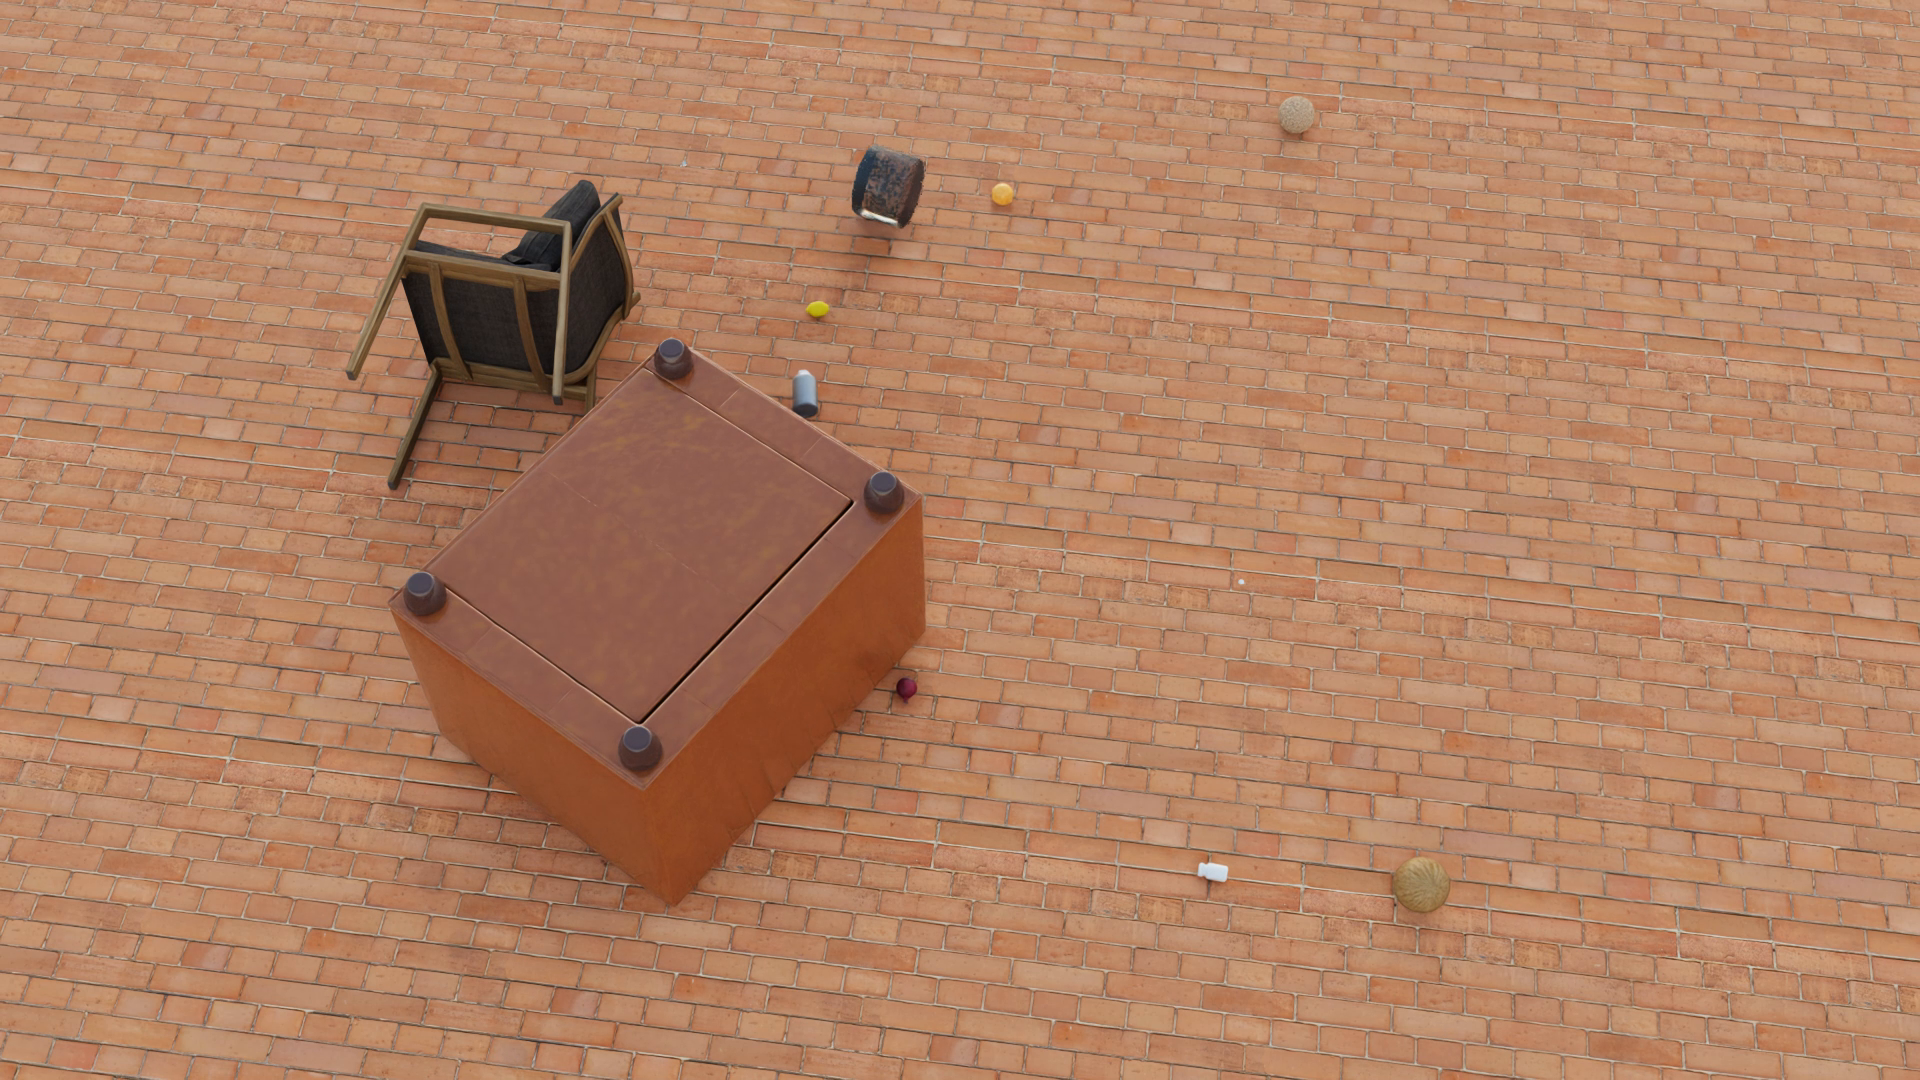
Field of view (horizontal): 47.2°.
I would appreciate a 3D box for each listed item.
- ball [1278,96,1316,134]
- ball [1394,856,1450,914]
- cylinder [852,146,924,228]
[{"bbox_3d":[1.143,-1.444,7.467,0.126,0.126,0.126,0,56,0],"label":"ball"},{"bbox_3d":[1.232,0.920,5.866,0.150,0.150,0.150,0,56,0],"label":"ball"},{"bbox_3d":[-0.237,-1.158,7.212,0.160,0.235,0.220,19,30,12],"label":"cylinder"}]
